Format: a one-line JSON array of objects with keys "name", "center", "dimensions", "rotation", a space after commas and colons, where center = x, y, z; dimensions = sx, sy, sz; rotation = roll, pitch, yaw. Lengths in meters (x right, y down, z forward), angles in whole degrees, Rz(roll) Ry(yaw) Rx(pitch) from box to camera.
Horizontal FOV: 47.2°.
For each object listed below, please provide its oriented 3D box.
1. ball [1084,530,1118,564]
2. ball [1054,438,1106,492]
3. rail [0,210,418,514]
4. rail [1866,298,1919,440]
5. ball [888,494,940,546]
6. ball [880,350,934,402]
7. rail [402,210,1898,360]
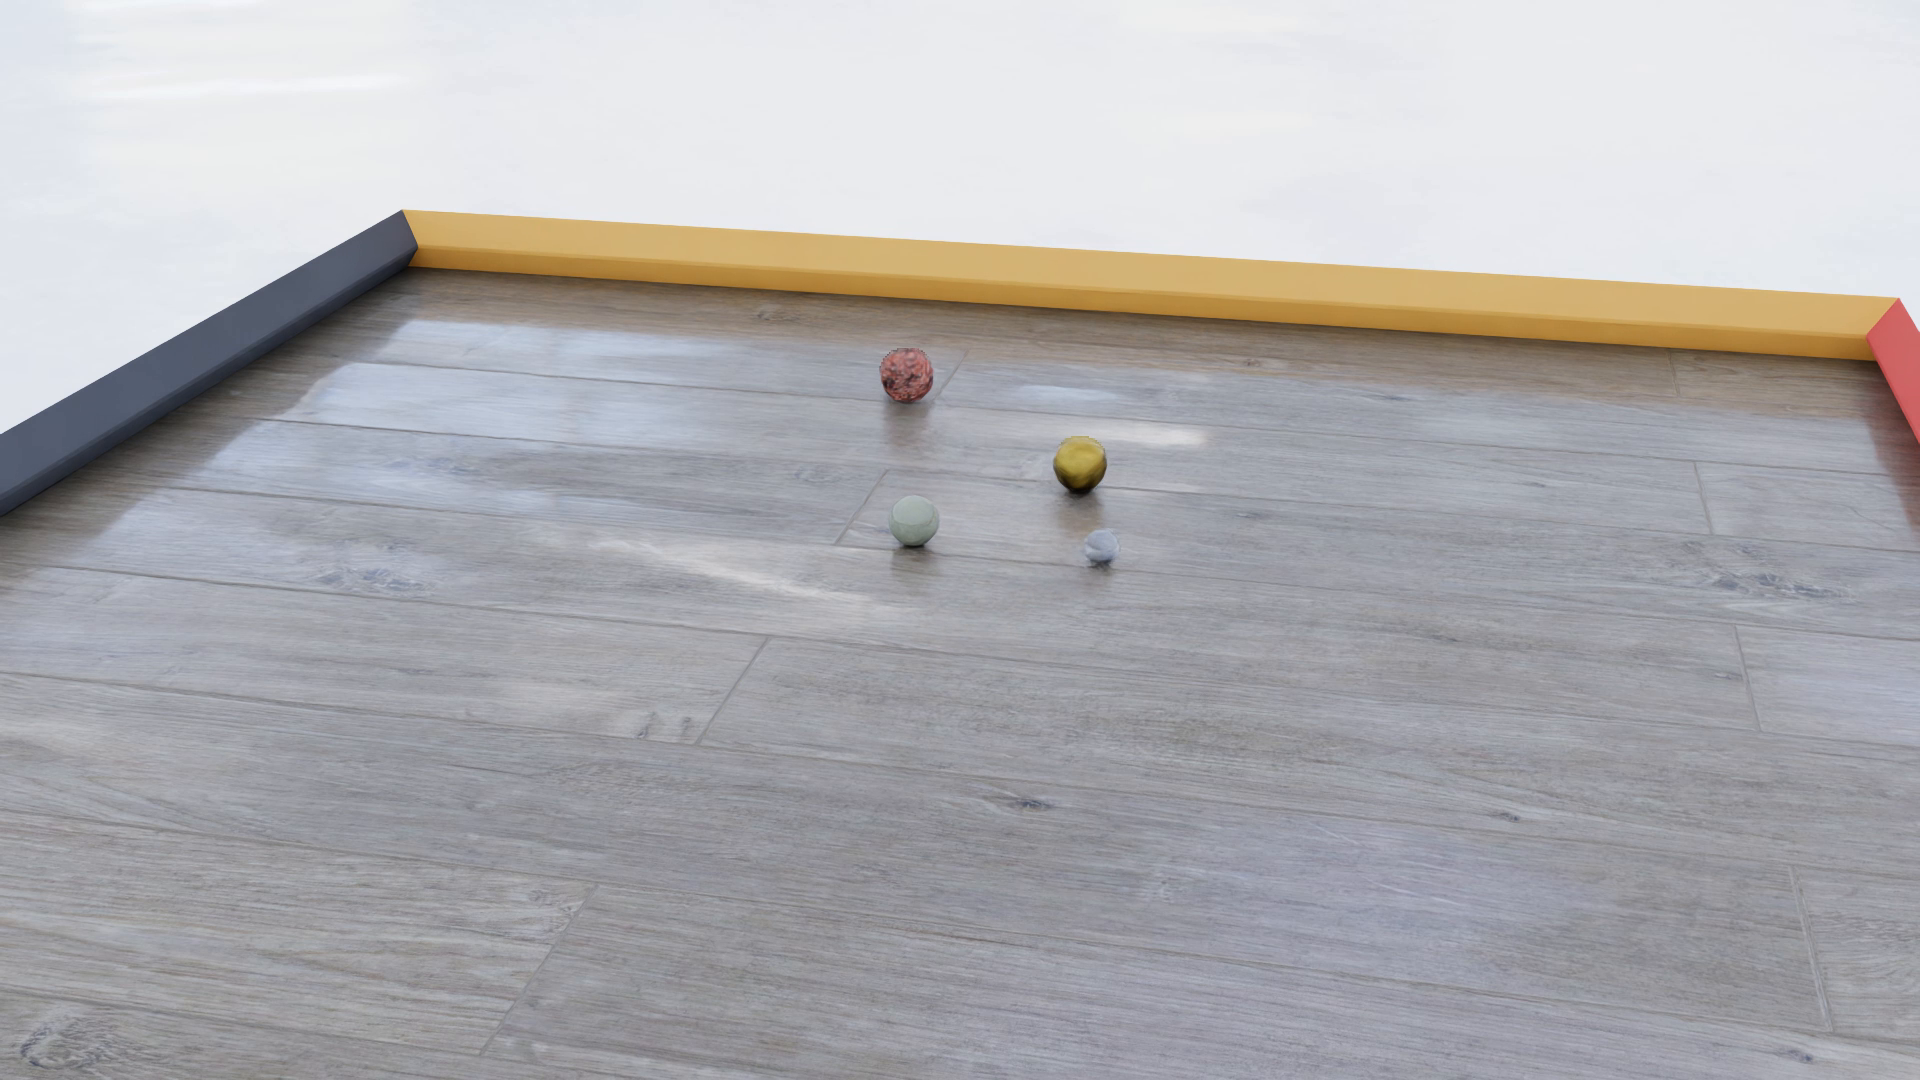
[{"name": "ball", "center": [0.160, 0.008, 2.499], "dimensions": [0.040, 0.040, 0.040], "rotation": [0, 23, 0]}, {"name": "ball", "center": [0.147, -0.092, 2.702], "dimensions": [0.066, 0.066, 0.066], "rotation": [0, 23, 0]}, {"name": "rail", "center": [-1.318, 0.267, 1.822], "dimensions": [0.045, 0.094, 3.978], "rotation": [5, 24, 11]}, {"name": "rail", "center": [0.890, 0.458, 1.374], "dimensions": [0.045, 0.094, 3.978], "rotation": [5, 24, 11]}, {"name": "ball", "center": [-0.053, -0.023, 2.546], "dimensions": [0.059, 0.059, 0.059], "rotation": [0, 23, 0]}, {"name": "ball", "center": [-0.072, -0.223, 3.000], "dimensions": [0.073, 0.073, 0.073], "rotation": [0, 23, 0]}, {"name": "rail", "center": [0.209, -0.391, 3.363], "dimensions": [2.309, 0.094, 0.045], "rotation": [5, 24, 11]}]
